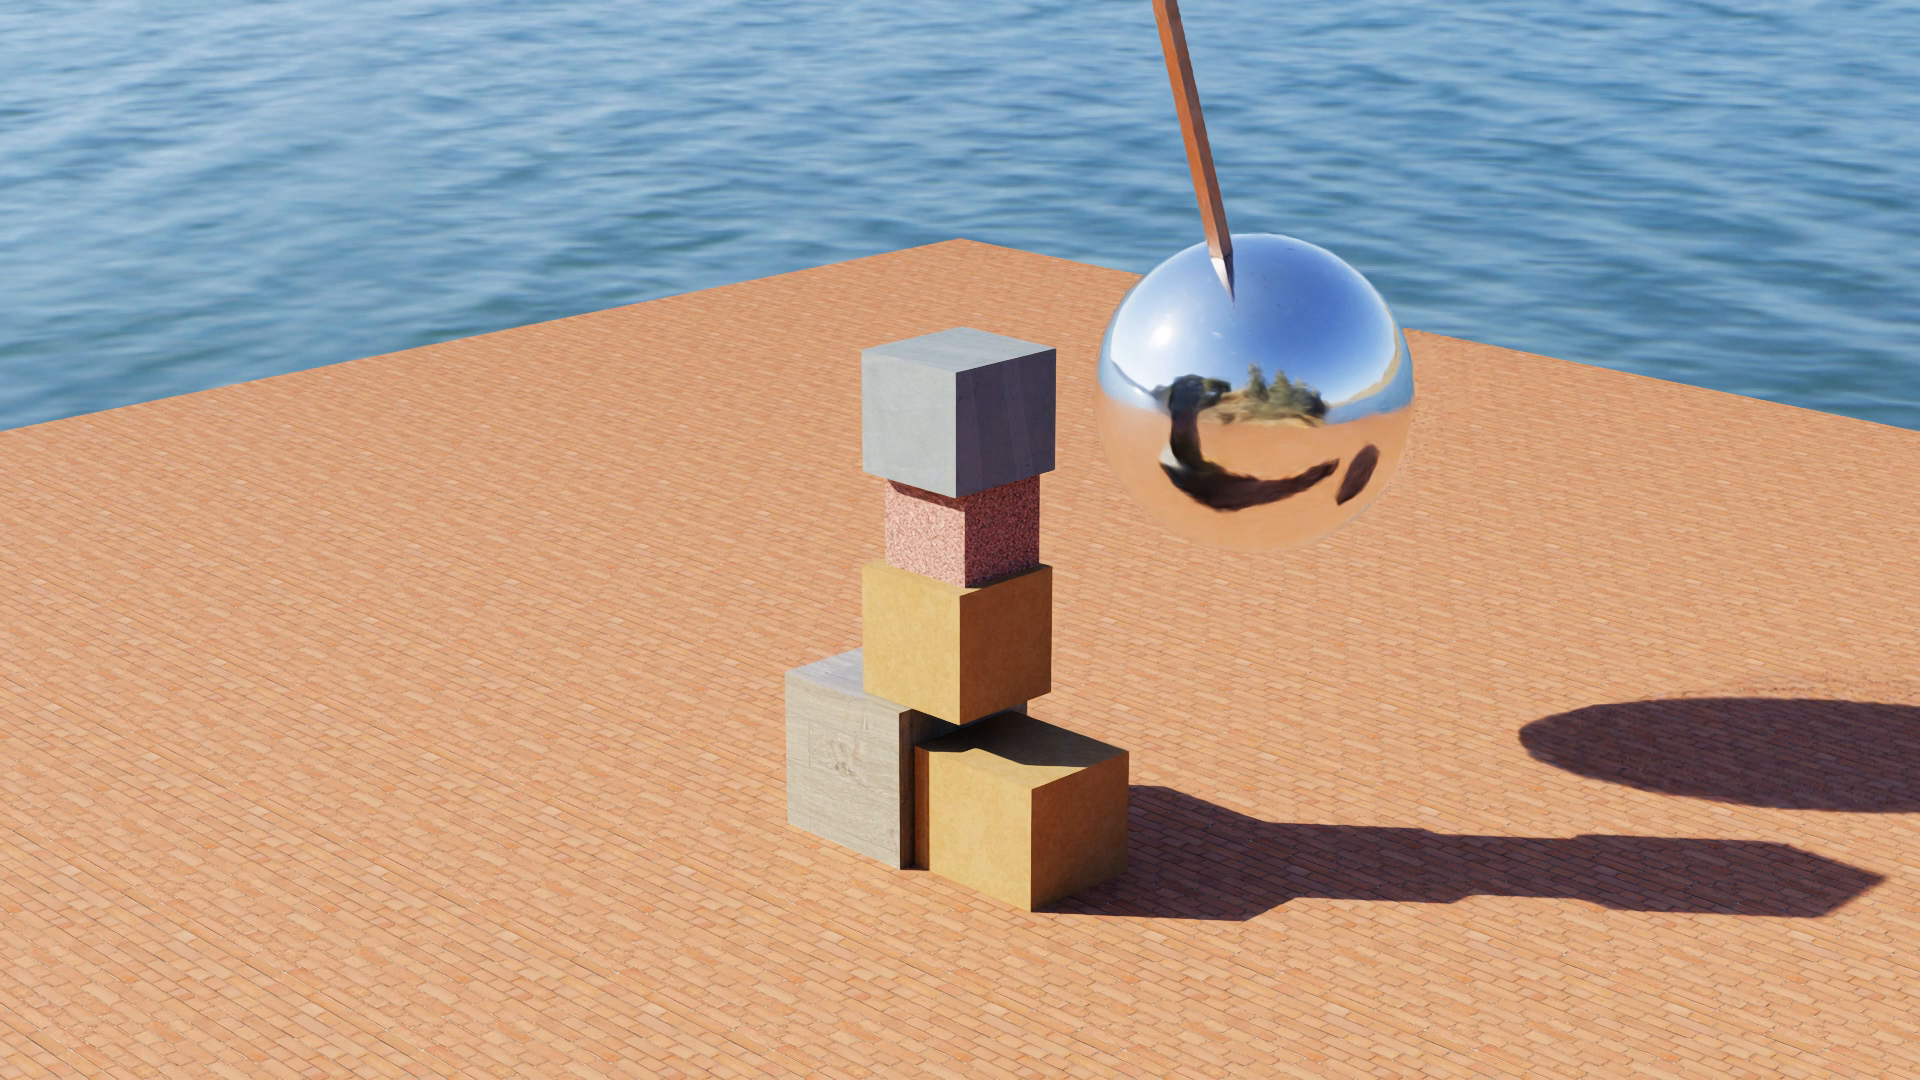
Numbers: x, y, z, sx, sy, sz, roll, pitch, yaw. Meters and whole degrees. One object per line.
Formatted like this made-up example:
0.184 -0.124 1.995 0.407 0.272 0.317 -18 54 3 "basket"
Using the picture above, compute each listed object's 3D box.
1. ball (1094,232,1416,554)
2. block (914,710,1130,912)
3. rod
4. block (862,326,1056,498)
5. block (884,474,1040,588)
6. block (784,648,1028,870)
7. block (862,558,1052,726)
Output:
1.467 -0.733 14.649 1.600 1.600 1.600 0 17 0 "ball"
0.281 1.232 13.442 0.645 0.590 0.738 -17 24 -42 "block"
0.636 -3.527 12.899 0.080 5.200 0.080 17 44 42 "rod"
-0.004 -0.582 13.154 0.635 0.567 0.593 -17 24 -42 "block"
0.010 -0.103 13.320 0.481 0.447 0.512 -17 24 -42 "block"
-0.253 0.981 13.939 0.845 0.770 0.775 -17 24 -42 "block"
-0.013 0.409 13.457 0.600 0.611 0.629 -17 24 -42 "block"
